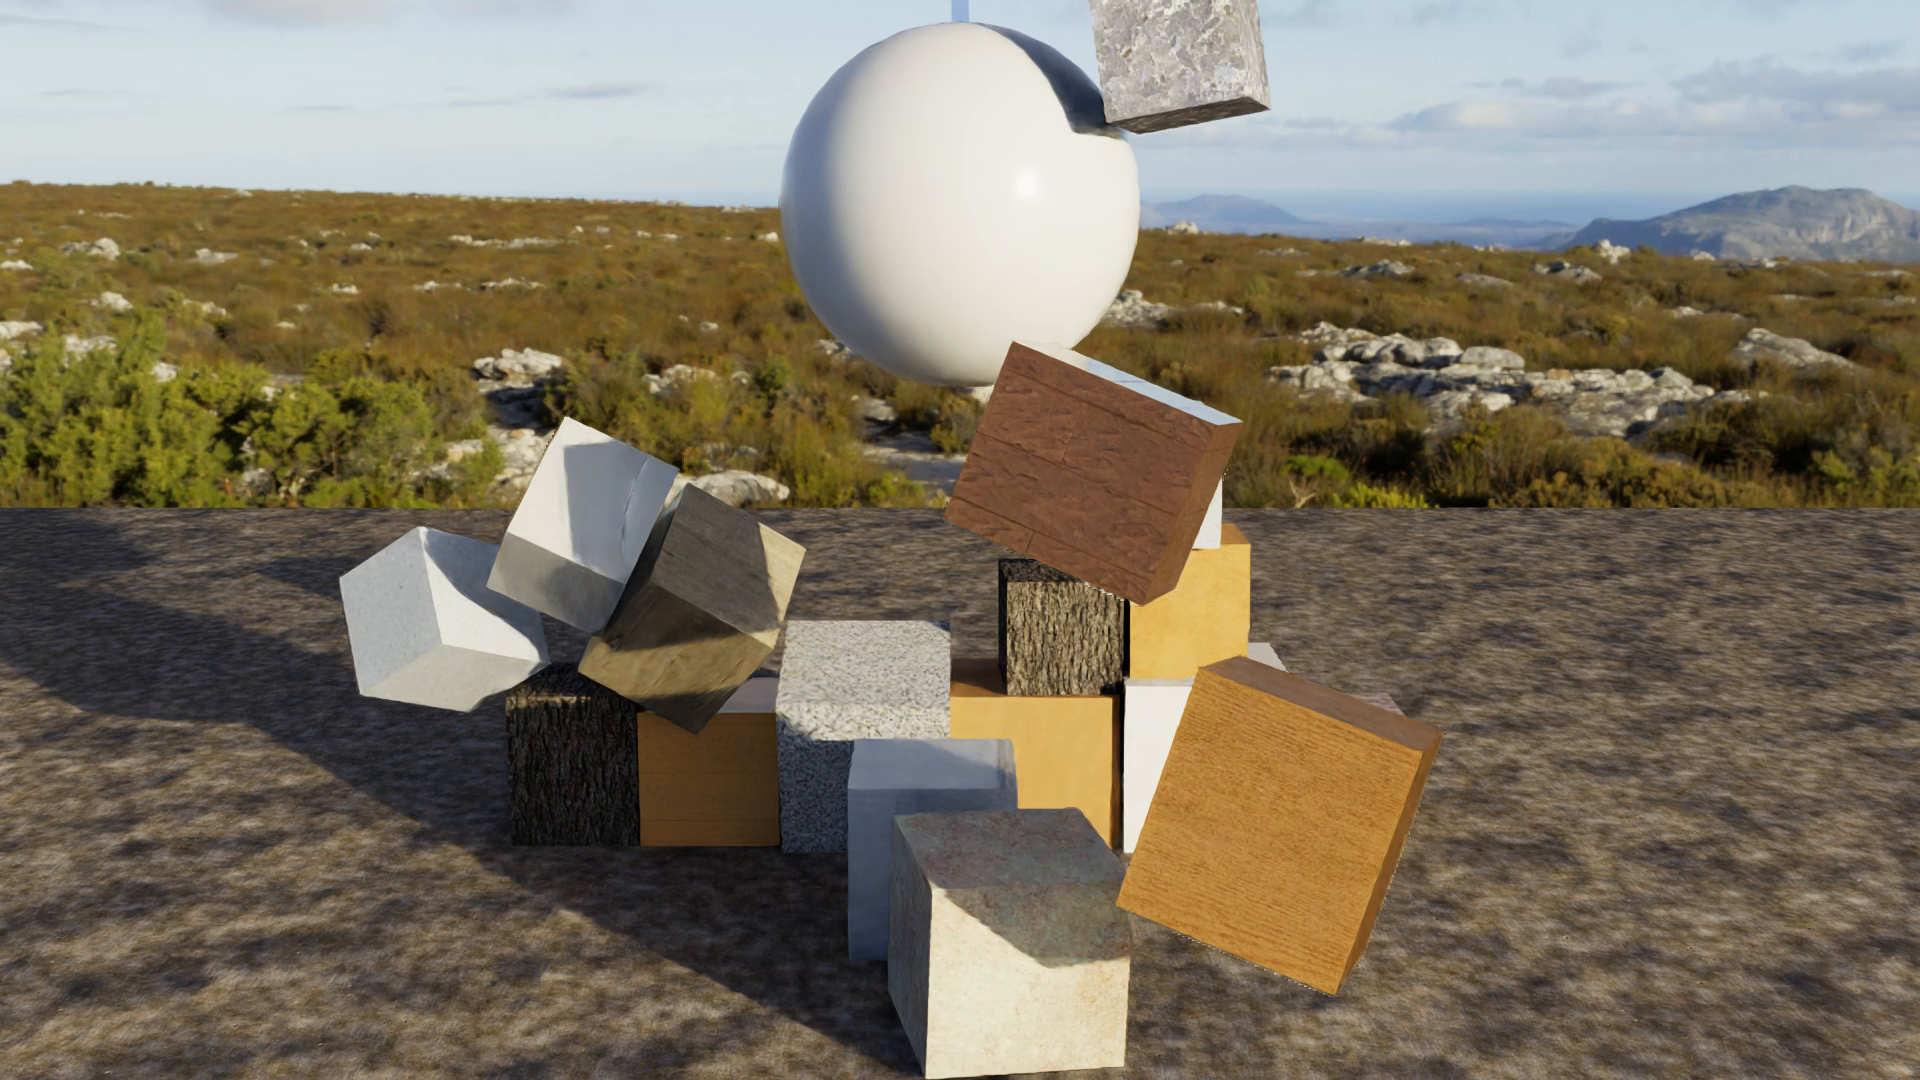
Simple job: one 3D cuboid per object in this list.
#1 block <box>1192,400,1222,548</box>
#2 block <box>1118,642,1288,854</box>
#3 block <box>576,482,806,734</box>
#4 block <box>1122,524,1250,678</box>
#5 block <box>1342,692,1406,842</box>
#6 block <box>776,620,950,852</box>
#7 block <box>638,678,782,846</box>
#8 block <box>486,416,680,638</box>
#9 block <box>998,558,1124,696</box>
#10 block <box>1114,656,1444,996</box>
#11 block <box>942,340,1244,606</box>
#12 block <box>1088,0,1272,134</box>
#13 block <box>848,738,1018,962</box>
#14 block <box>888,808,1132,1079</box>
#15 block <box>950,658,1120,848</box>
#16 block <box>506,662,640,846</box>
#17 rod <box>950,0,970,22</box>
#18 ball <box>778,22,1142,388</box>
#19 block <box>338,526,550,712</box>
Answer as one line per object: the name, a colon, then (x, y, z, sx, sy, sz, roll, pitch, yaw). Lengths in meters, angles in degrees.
block: (0.891, -0.339, 11.052, 0.730, 0.645, 0.733, -1, 10, -3)
block: (1.232, 1.055, 11.368, 0.844, 0.857, 0.950, 0, 10, 0)
block: (-1.310, 0.339, 10.752, 0.672, 0.812, 0.694, 30, 42, -15)
block: (1.137, 0.301, 11.224, 0.592, 0.677, 0.598, 0, 10, -1)
block: (1.961, 1.169, 11.397, 0.604, 0.622, 0.608, 0, 10, 0)
block: (-0.468, 0.987, 11.167, 0.838, 0.855, 0.847, 0, 27, 0)
block: (-1.260, 1.137, 11.382, 0.701, 0.691, 0.726, 0, 10, 0)
block: (-1.794, -0.058, 10.461, 0.592, 0.700, 0.568, 25, -34, -8)
block: (0.506, 0.433, 11.209, 0.578, 0.576, 0.616, -1, 10, -3)
block: (1.131, 0.959, 7.662, 0.782, 0.856, 0.807, 20, 6, 16)
block: (0.508, -0.263, 8.177, 0.797, 0.697, 0.665, 24, 10, 13)
block: (0.918, -2.067, 9.147, 0.586, 0.610, 0.623, -7, 3, 17)
block: (-0.120, 1.371, 9.863, 0.729, 0.772, 0.823, 0, 10, 0)
block: (0.179, 1.564, 8.659, 0.775, 0.760, 0.809, -1, 13, -12)
block: (0.377, 1.090, 11.391, 0.845, 0.780, 0.847, 0, 10, 0)
block: (-1.940, 1.095, 11.381, 0.645, 0.773, 0.742, 0, 10, 0)
rod: (0.000, -4.871, 9.779, 0.080, 5.200, 0.080, 0, -1, 0)
ball: (0.000, -1.471, 9.722, 1.600, 1.600, 1.600, 0, 10, 0)
block: (-2.569, 0.407, 10.976, 0.596, 0.638, 0.721, -30, -26, 27)
